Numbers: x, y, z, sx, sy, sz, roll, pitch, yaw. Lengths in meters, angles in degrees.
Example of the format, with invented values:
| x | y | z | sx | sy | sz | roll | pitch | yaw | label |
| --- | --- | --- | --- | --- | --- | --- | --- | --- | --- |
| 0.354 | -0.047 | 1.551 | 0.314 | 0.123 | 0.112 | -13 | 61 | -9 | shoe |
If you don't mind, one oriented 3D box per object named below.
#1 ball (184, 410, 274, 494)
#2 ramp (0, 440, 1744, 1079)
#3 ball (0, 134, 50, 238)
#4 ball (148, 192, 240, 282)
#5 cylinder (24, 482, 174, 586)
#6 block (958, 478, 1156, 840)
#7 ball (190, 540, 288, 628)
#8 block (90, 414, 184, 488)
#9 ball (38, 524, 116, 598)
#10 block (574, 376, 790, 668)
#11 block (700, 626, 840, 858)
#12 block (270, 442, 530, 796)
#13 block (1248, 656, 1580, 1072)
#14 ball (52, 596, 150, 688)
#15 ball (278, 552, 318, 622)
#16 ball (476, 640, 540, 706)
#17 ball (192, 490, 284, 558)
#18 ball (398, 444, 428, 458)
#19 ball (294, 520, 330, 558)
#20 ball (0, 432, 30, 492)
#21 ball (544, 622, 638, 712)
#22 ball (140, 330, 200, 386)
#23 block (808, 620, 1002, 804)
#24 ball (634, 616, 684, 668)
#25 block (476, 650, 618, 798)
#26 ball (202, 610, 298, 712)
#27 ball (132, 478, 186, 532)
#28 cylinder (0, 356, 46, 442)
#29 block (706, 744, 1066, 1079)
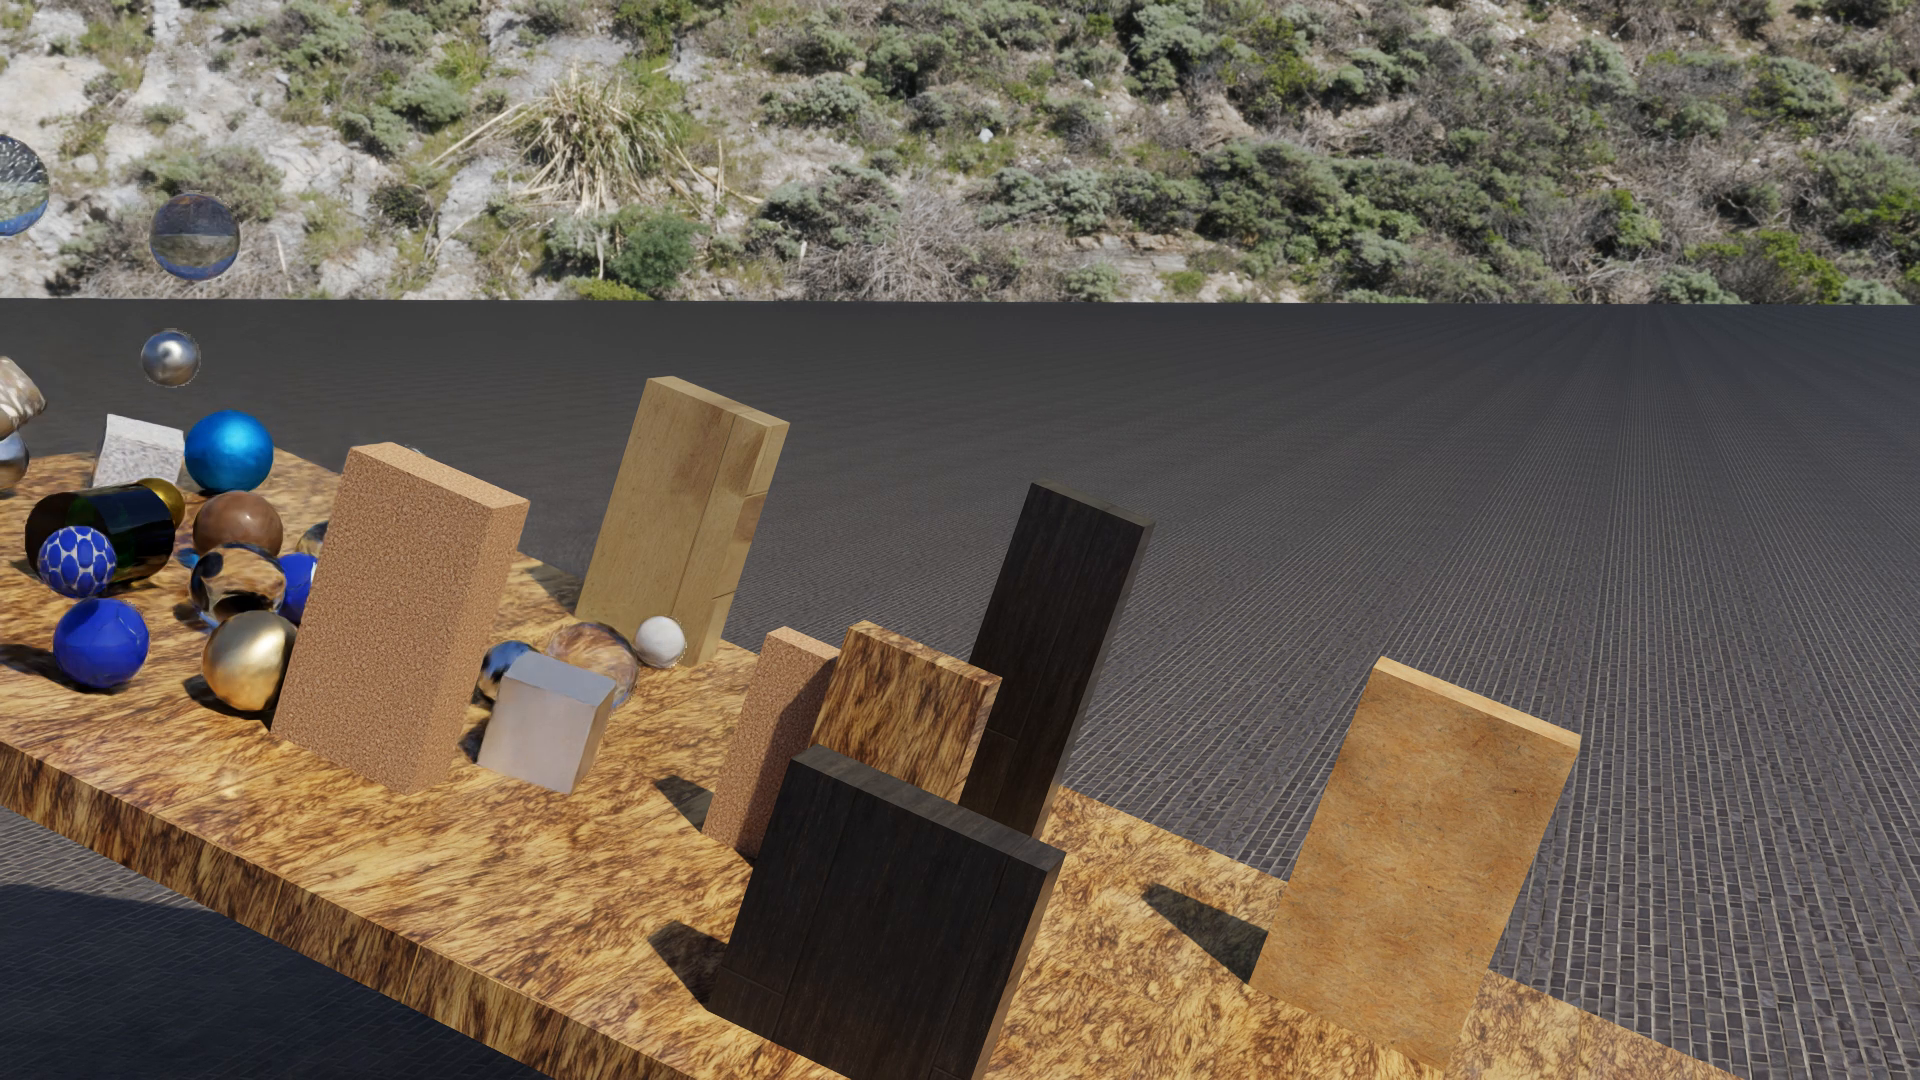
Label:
| x | y | z | sx | sy | sz | roll | pitch | yaw | label |
| --- | --- | --- | --- | --- | --- | --- | --- | --- | --- |
| -1.682 | -0.199 | 5.059 | 0.197 | 0.197 | 0.197 | 0 | 7 | 0 | ball |
| -0.337 | 0.621 | 4.213 | 4.000 | 0.100 | 2.000 | 22 | 12 | 14 | ramp |
| -1.806 | -0.663 | 4.113 | 0.193 | 0.193 | 0.193 | 0 | 7 | 0 | ball |
| -1.636 | -0.648 | 4.701 | 0.187 | 0.187 | 0.187 | 0 | 7 | 0 | ball |
| -1.660 | -0.006 | 4.248 | 0.193 | 0.193 | 0.193 | 2 | 7 | 16 | cylinder |
| 0.150 | 0.268 | 4.495 | 0.246 | 0.746 | 0.111 | 22 | 12 | 14 | block |
| -1.396 | 0.092 | 4.256 | 0.181 | 0.181 | 0.181 | 0 | 7 | 0 | ball |
| -1.796 | -0.160 | 4.796 | 0.162 | 0.162 | 0.162 | 14 | 13 | -24 | block |
| -1.480 | 0.036 | 3.688 | 0.123 | 0.123 | 0.123 | 0 | 7 | 0 | ball |
| -0.639 | -0.044 | 5.038 | 0.308 | 0.587 | 0.136 | 22 | 12 | 14 | block |
| -0.258 | 0.412 | 4.047 | 0.324 | 0.407 | 0.089 | 22 | 12 | 14 | block |
| -0.980 | 0.136 | 3.845 | 0.289 | 0.538 | 0.132 | 22 | 12 | 14 | block |
| 0.867 | 0.618 | 4.216 | 0.400 | 0.678 | 0.134 | 22 | 12 | 14 | block |
| -1.484 | 0.177 | 3.800 | 0.157 | 0.157 | 0.157 | 0 | 7 | 0 | ball |
| -1.333 | 0.096 | 4.429 | 0.140 | 0.140 | 0.140 | 0 | 7 | 0 | ball |
| -0.886 | 0.269 | 4.352 | 0.140 | 0.140 | 0.140 | 0 | 7 | 0 | ball |
| -1.497 | -0.012 | 4.559 | 0.181 | 0.181 | 0.181 | 0 | 7 | 0 | ball |
| -1.178 | -0.096 | 4.573 | 0.206 | 0.206 | 0.206 | 0 | 7 | 0 | ball |
| -1.312 | 0.041 | 4.628 | 0.171 | 0.171 | 0.171 | 0 | 7 | 0 | ball |
| -2.006 | -0.171 | 4.543 | 0.153 | 0.153 | 0.153 | 0 | 7 | 0 | ball |
| -0.752 | 0.262 | 4.462 | 0.194 | 0.194 | 0.194 | 0 | 7 | 0 | ball |
| -1.732 | -0.399 | 4.821 | 0.121 | 0.121 | 0.121 | 0 | 7 | 0 | ball |
| -0.140 | 0.429 | 3.936 | 0.274 | 0.498 | 0.087 | 22 | 12 | 14 | block |
| -0.673 | 0.228 | 4.921 | 0.113 | 0.113 | 0.113 | 0 | 7 | 0 | ball |
| -0.770 | 0.341 | 4.112 | 0.182 | 0.182 | 0.182 | 19 | 12 | 0 | block |
| -1.255 | 0.216 | 3.921 | 0.182 | 0.182 | 0.182 | 0 | 7 | 0 | ball |
| -1.694 | -0.066 | 4.611 | 0.131 | 0.131 | 0.131 | 0 | 7 | 0 | ball |
| -1.868 | -0.267 | 4.260 | 0.130 | 0.130 | 0.130 | 8 | 45 | 49 | cylinder |
| -0.116 | 0.601 | 3.370 | 0.427 | 0.433 | 0.115 | 22 | 12 | 14 | block |
